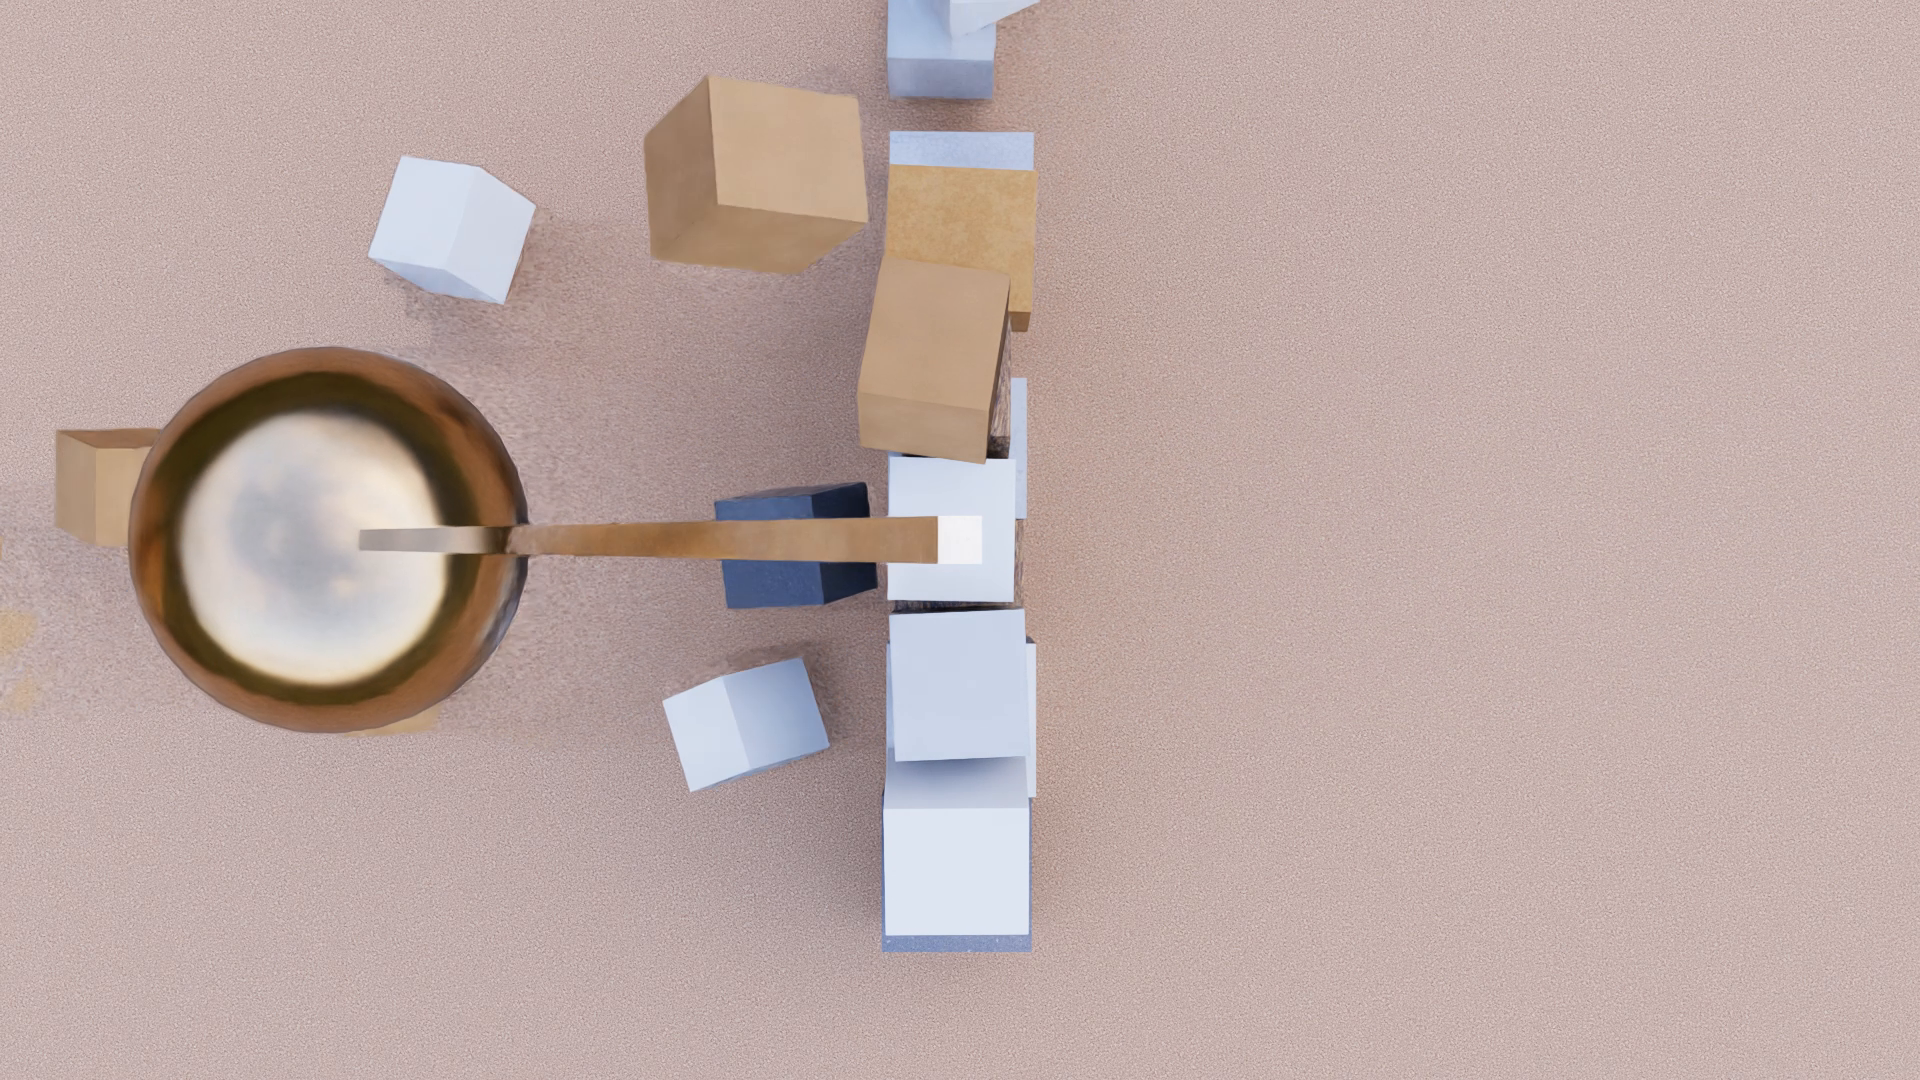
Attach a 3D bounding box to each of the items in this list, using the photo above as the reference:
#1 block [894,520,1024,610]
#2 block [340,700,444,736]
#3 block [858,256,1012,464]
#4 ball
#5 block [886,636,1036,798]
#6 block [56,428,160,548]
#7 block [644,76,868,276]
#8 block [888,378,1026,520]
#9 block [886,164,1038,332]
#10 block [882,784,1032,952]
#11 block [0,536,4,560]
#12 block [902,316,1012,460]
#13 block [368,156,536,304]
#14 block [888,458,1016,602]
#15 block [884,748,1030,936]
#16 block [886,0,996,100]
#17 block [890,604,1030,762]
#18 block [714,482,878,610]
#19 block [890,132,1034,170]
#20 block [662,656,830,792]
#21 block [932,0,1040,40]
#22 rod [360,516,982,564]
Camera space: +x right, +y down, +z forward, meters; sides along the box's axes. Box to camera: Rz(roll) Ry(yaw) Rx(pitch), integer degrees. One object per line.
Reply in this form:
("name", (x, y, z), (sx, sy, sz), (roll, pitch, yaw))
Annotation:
("block", (-0.006, 0.226, 12.611), (0.723, 0.779, 0.667), (0, 90, 0))
("block", (-3.329, 0.612, 12.466), (0.692, 0.713, 0.712), (33, 103, 25))
("block", (-0.130, -0.910, 11.232), (0.654, 0.677, 0.760), (8, 69, 2))
("ball", (-2.585, 0.000, 9.072), (1.600, 1.600, 1.600), (0, 90, 0))
("block", (0.007, 0.991, 12.536), (0.820, 0.928, 0.842), (0, 90, 0))
("block", (-4.731, -0.306, 12.508), (0.587, 0.639, 0.550), (-4, 104, -41))
("block", (-0.982, -1.716, 10.476), (0.778, 0.742, 0.625), (2, 75, -32))
("block", (-0.015, -0.512, 12.617), (0.773, 0.765, 0.782), (0, 90, 0))
("block", (0.002, -1.573, 11.953), (0.782, 0.726, 0.752), (3, 87, 0))
("block", (-0.019, 1.856, 12.609), (0.834, 0.782, 0.869), (0, 90, 0))
("block", (-4.499, 0.264, 9.178), (0.710, 0.686, 0.590), (26, 113, -33))
("block", (-0.021, -0.817, 11.920), (0.581, 0.583, 0.663), (0, 79, 0))
("block", (-2.901, -1.768, 12.581), (0.565, 0.557, 0.614), (12, 80, 27))
("block", (-0.043, -0.052, 11.815), (0.654, 0.812, 0.740), (1, 90, 0))
("block", (-0.017, 1.599, 11.748), (0.747, 0.735, 0.734), (0, 110, 0))
("block", (-0.102, -2.933, 12.658), (0.604, 0.594, 0.586), (2, 80, 0))
("block", (-0.001, 0.742, 11.653), (0.691, 0.836, 0.748), (-2, 90, 0))
("block", (-0.880, 0.027, 11.915), (0.610, 0.581, 0.583), (-4, 96, 28))
("block", (0.006, -1.901, 12.668), (0.807, 0.664, 0.777), (0, 90, 0))
("block", (-1.219, 1.050, 12.558), (0.546, 0.626, 0.543), (-24, 82, 41))
("block", (0.082, -3.303, 12.078), (0.637, 0.660, 0.718), (-25, 81, -3))
("rod", (-1.120, 0.000, 6.004), (0.080, 5.200, 0.080), (0, 90, -26))
